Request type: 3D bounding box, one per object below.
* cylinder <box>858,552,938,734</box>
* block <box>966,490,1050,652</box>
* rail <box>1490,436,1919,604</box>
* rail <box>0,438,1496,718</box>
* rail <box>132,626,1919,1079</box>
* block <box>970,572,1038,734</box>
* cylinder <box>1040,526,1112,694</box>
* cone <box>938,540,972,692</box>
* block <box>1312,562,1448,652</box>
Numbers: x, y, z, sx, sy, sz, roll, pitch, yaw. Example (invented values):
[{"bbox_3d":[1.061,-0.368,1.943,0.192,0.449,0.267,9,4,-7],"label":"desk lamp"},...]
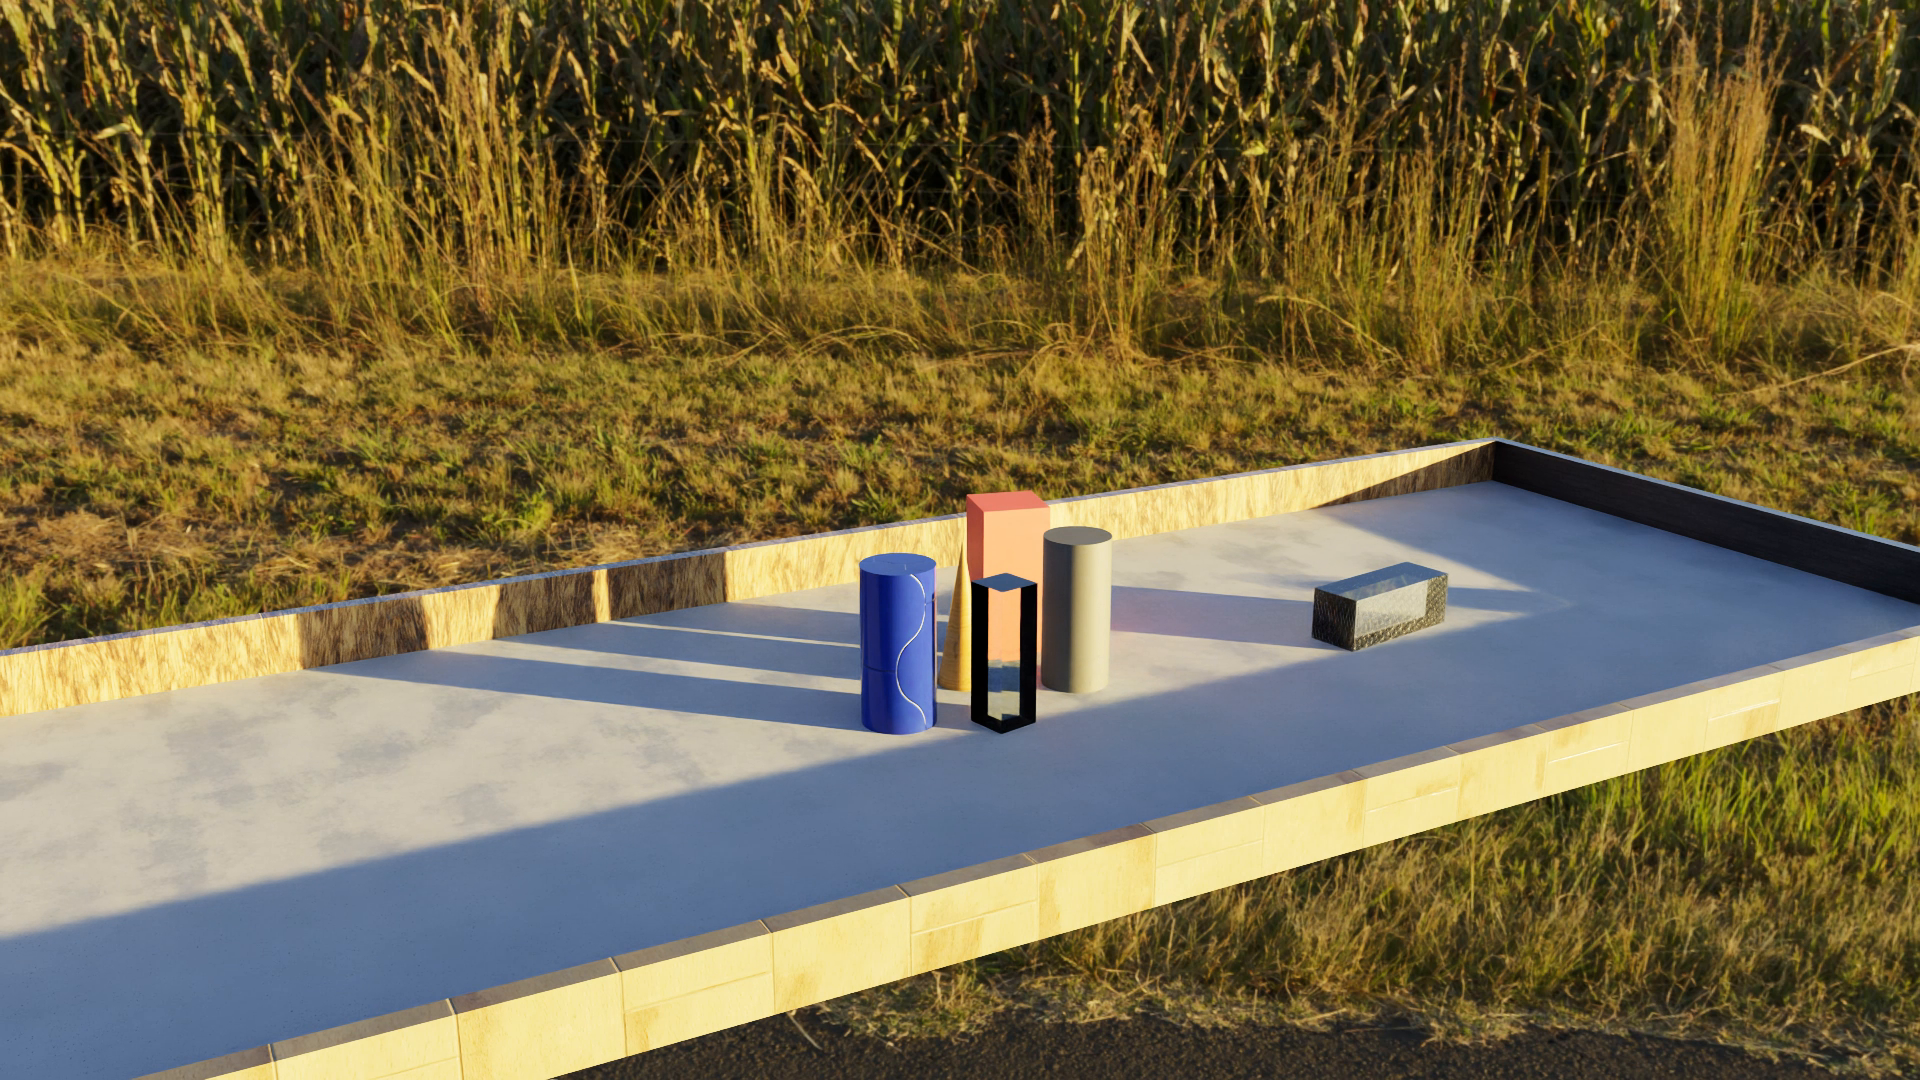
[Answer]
[{"bbox_3d":[-0.144,0.241,3.850,0.179,0.387,0.179,0,16,0],"label":"cylinder"},{"bbox_3d":[0.125,0.087,4.364,0.178,0.393,0.178,-4,17,-14],"label":"block"},{"bbox_3d":[2.466,-0.048,5.253,0.050,0.150,2.100,-9,18,-27],"label":"rail"},{"bbox_3d":[-3.305,0.497,3.399,12.000,0.150,0.050,-9,18,-27],"label":"rail"},{"bbox_3d":[-2.336,1.006,1.665,12.000,0.150,0.050,-9,18,-27],"label":"rail"},{"bbox_3d":[0.102,0.263,3.848,0.109,0.345,0.109,-13,21,-38],"label":"block"},{"bbox_3d":[0.288,0.171,4.096,0.170,0.381,0.170,0,16,0],"label":"cylinder"},{"bbox_3d":[0.007,0.176,4.088,0.127,0.376,0.127,0,16,0],"label":"cone"},{"bbox_3d":[1.147,0.178,4.497,0.389,0.142,0.142,-12,20,-36],"label":"block"}]
